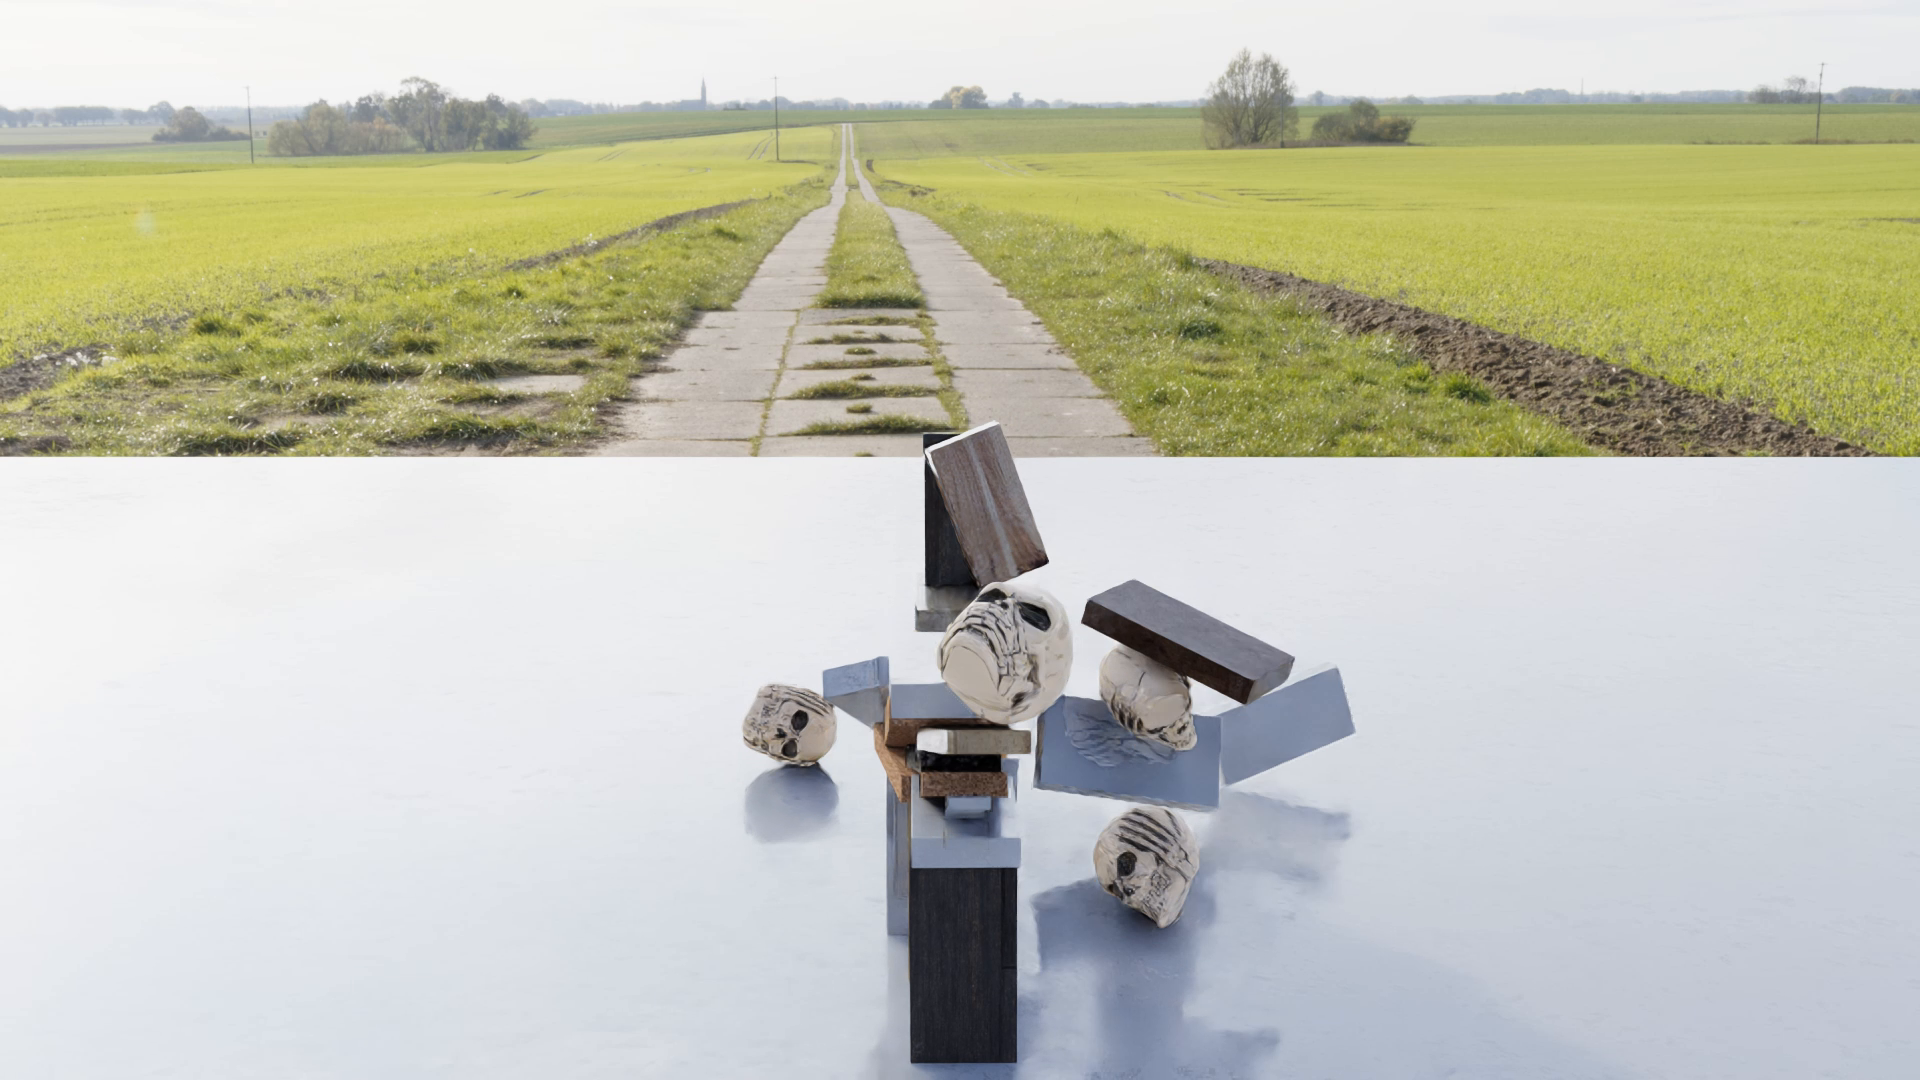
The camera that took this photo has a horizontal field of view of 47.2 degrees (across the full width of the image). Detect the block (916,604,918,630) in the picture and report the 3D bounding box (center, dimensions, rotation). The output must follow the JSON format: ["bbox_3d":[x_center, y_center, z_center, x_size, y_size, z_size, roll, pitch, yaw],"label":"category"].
[{"bbox_3d":[-0.001,0.297,4.298,0.171,0.343,0.049,0,3,0],"label":"block"}]

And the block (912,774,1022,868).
[{"bbox_3d":[0.006,0.387,3.052,0.145,0.041,0.291,0,11,-1],"label":"block"}]

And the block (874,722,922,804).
[{"bbox_3d":[-0.039,0.333,3.344,0.145,0.041,0.291,-2,11,-10],"label":"block"}]

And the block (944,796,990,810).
[{"bbox_3d":[0.010,0.344,2.885,0.054,0.015,0.108,1,-5,-3],"label":"block"}]

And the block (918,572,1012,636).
[{"bbox_3d":[0.005,0.119,4.173,0.171,0.049,0.343,0,11,-1],"label":"block"}]

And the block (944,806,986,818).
[{"bbox_3d":[0.006,0.362,2.984,0.054,0.015,0.108,-1,2,-1],"label":"block"}]

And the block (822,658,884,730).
[{"bbox_3d":[-0.081,0.265,3.608,0.166,0.047,0.332,-13,-24,17],"label":"block"}]

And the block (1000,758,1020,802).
[{"bbox_3d":[0.042,0.474,3.724,0.104,0.208,0.029,3,-13,4],"label":"block"}]

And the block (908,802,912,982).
[{"bbox_3d":[-0.005,0.513,3.285,0.145,0.291,0.041,0,10,-1],"label":"block"}]

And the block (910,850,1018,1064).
[{"bbox_3d":[0.005,0.567,2.993,0.145,0.291,0.041,0,11,0],"label":"block"}]

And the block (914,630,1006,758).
[{"bbox_3d":[0.000,0.339,4.073,0.171,0.343,0.049,0,4,1],"label":"block"}]

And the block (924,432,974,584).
[{"bbox_3d":[0.003,-0.062,4.219,0.144,0.288,0.041,0,5,-1],"label":"block"}]

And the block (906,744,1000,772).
[{"bbox_3d":[-0.012,0.310,3.124,0.110,0.031,0.221,0,-4,-6],"label":"block"}]

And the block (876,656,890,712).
[{"bbox_3d":[-0.038,0.271,3.511,0.165,0.047,0.425,-6,-22,-1],"label":"block"}]

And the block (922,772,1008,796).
[{"bbox_3d":[0.004,0.331,2.987,0.110,0.031,0.220,0,-6,-2],"label":"block"}]

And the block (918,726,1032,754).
[{"bbox_3d":[0.017,0.266,2.926,0.110,0.031,0.220,0,-4,-11],"label":"block"}]

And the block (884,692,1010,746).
[{"bbox_3d":[-0.024,0.260,3.185,0.165,0.047,0.330,-1,-10,-3],"label":"block"}]

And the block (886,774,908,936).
[{"bbox_3d":[-0.044,0.478,3.477,0.145,0.291,0.041,-1,11,-4],"label":"block"}]

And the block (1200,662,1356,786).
[{"bbox_3d":[0.619,0.358,4.281,0.288,0.144,0.041,-20,14,-15],"label":"block"}]

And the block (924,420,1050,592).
[{"bbox_3d":[0.052,-0.064,4.148,0.144,0.288,0.041,-22,14,-8],"label":"block"}]

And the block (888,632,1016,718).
[{"bbox_3d":[-0.015,0.183,3.038,0.165,0.047,0.330,-1,9,-2],"label":"block"}]

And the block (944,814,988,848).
[{"bbox_3d":[0.008,0.384,2.916,0.054,0.015,0.108,0,11,-2],"label":"block"}]

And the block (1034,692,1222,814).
[{"bbox_3d":[0.303,0.384,3.962,0.332,0.166,0.047,9,-21,-12],"label":"block"}]

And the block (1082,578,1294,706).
[{"bbox_3d":[0.394,0.173,3.803,0.332,0.047,0.166,26,25,26],"label":"block"}]
